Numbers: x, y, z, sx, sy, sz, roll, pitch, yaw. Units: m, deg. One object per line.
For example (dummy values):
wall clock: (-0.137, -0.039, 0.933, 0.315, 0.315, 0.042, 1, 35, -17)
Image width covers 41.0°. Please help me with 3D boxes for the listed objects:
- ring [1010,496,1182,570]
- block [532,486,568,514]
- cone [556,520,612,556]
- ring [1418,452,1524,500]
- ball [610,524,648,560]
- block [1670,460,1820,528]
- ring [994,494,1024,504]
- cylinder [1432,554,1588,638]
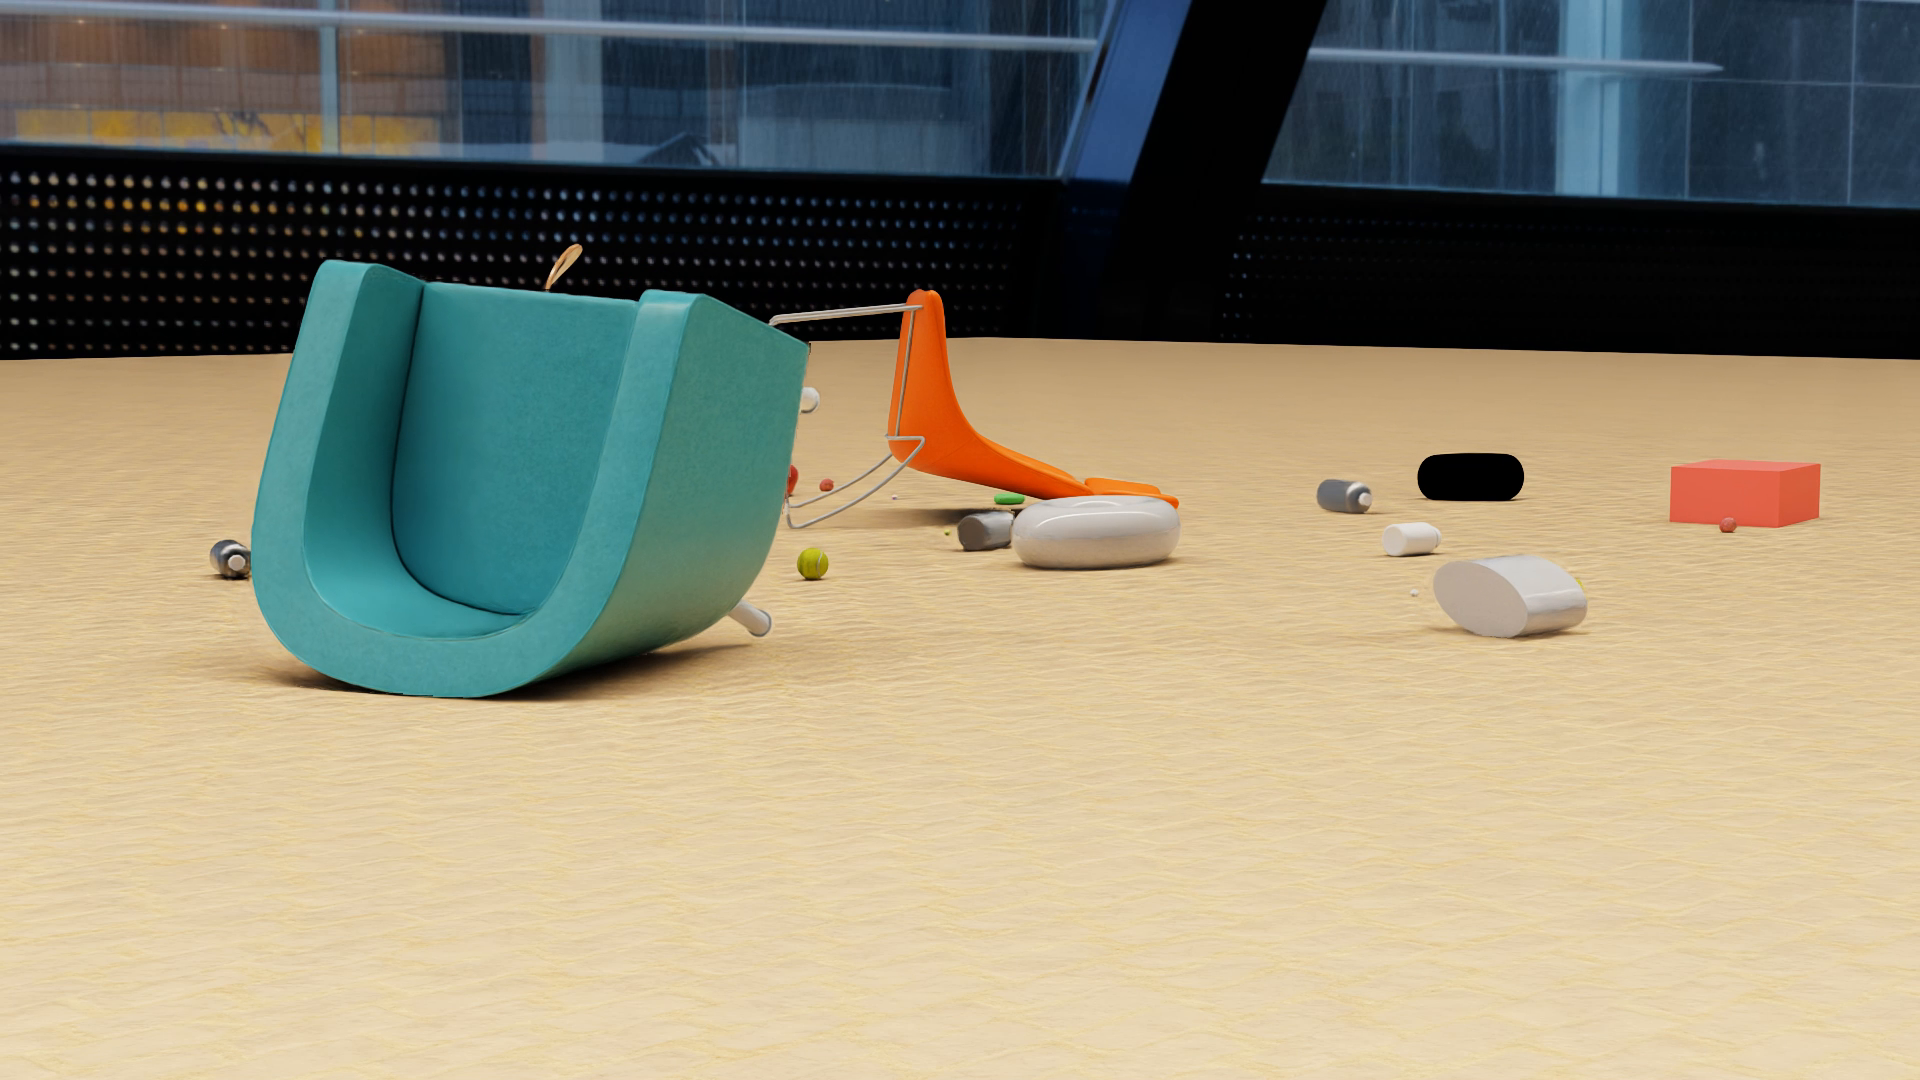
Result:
ring: (0.315, -0.018, 5.891, 0.447, 0.144, 0.296, -6, 10, -36)
block: (-1.145, -0.112, 7.150, 0.084, 0.072, 0.050, 2, 6, 18)
cone: (-0.894, -0.008, 6.118, 0.139, 0.076, 0.112, -2, 6, -20)
ring: (1.506, -0.185, 7.565, 0.310, 0.134, 0.139, -1, 8, 9)
ball: (-0.766, 0.005, 5.945, 0.085, 0.085, 0.085, 0, 6, 0)
block: (2.126, -0.129, 6.940, 0.291, 0.148, 0.355, 4, 7, 35)
ring: (0.143, -0.120, 7.436, 0.086, 0.029, 0.104, 2, 6, 31)
cylinder: (1.018, 0.103, 4.753, 0.179, 0.127, 0.223, -5, 23, -40)
